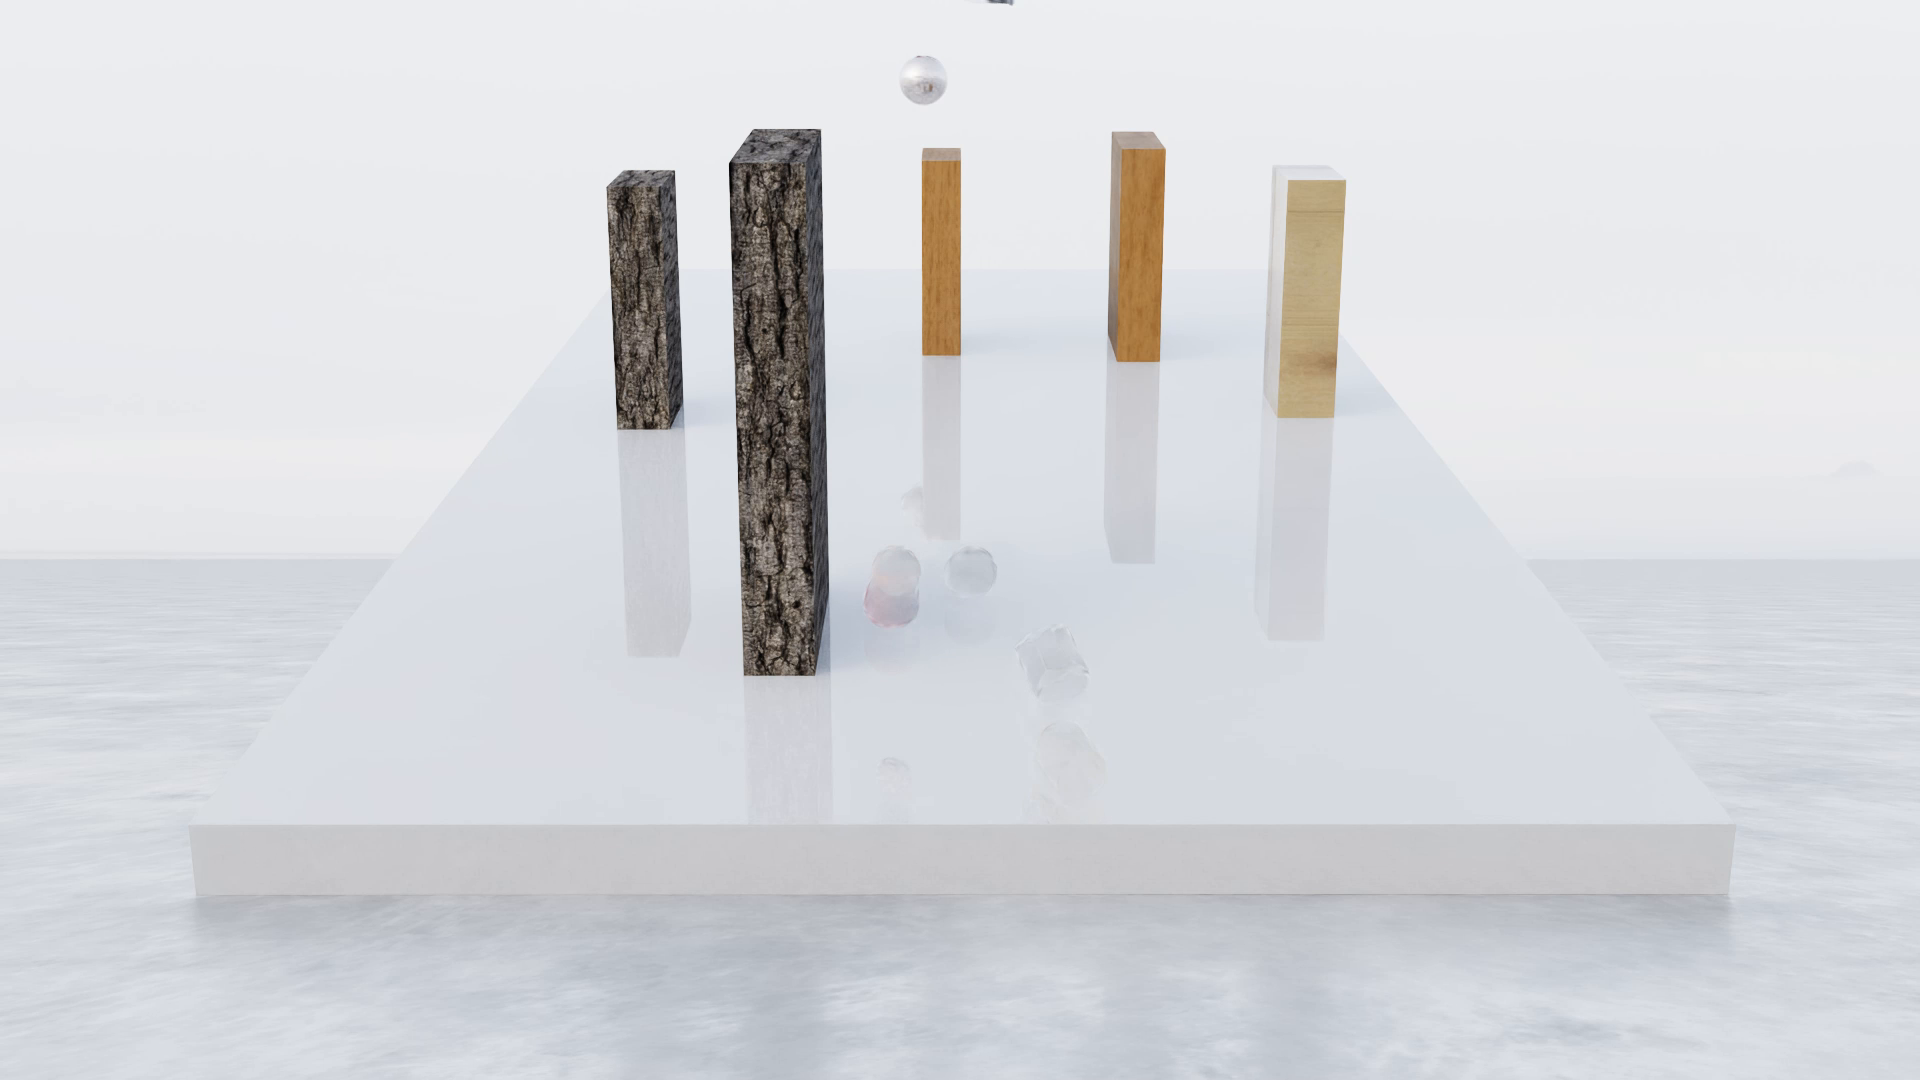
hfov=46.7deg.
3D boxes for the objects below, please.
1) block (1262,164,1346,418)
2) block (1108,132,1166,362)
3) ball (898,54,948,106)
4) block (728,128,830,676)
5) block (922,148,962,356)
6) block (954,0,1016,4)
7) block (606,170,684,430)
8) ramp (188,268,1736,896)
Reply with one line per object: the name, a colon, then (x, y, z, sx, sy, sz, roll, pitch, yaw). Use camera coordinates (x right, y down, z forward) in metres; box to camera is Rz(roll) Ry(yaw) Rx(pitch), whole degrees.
block: (0.767, -0.559, 4.978, 0.126, 0.527, 0.243, 0, 17, 0)
block: (0.439, -0.739, 5.570, 0.106, 0.521, 0.355, 0, 17, 0)
ball: (-0.100, -1.256, 6.075, 0.136, 0.136, 0.136, 0, 0, 0)
block: (-0.276, -0.225, 3.473, 0.109, 0.777, 0.411, 0, 17, 0)
block: (-0.046, -0.727, 5.592, 0.097, 0.483, 0.248, 0, 17, 0)
block: (0.085, -1.705, 6.596, 0.179, 0.179, 0.179, 1, -3, -9)
block: (-0.687, -0.529, 4.879, 0.114, 0.526, 0.262, 0, 17, 0)
ramp: (-0.003, -0.176, 4.799, 2.000, 0.100, 4.000, 0, 17, 0)
